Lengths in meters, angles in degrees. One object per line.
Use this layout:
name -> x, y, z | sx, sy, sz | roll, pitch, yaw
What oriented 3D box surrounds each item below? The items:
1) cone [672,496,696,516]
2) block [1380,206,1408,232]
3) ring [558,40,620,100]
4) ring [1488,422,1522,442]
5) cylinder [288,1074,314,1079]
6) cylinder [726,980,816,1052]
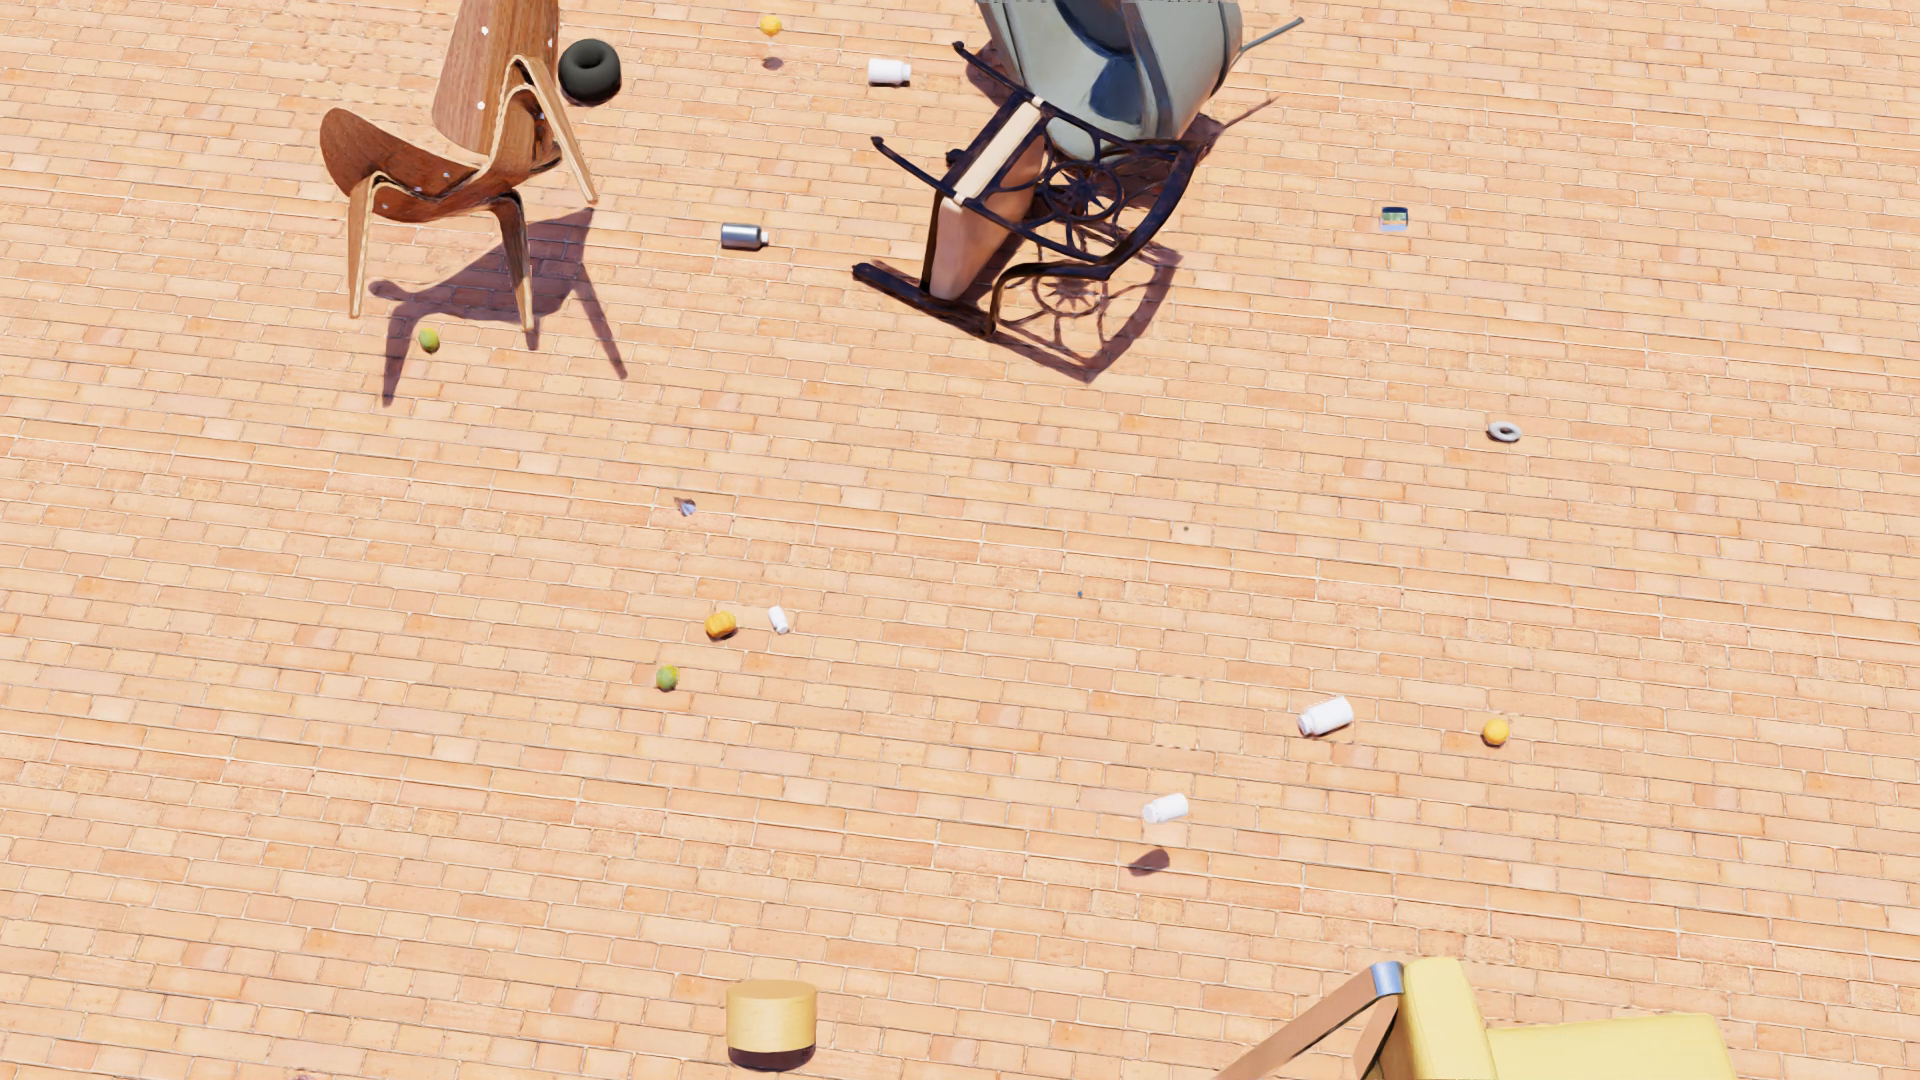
cone -> -0.844, -0.114, 6.635 | 0.053, 0.054, 0.085 | -44, 48, -17
block -> 1.432, -1.059, 7.253 | 0.084, 0.053, 0.059 | 2, 56, 1
ring -> -1.276, -1.617, 7.570 | 0.204, 0.138, 0.225 | 38, 61, 18
ring -> 1.677, -0.334, 6.765 | 0.107, 0.057, 0.034 | 13, 19, -6
cylinder -> -1.642, 1.456, 5.463 | 0.105, 0.184, 0.235 | -25, 85, 13
cylinder -> -0.483, 1.211, 5.605 | 0.230, 0.221, 0.133 | 0, 92, -38
